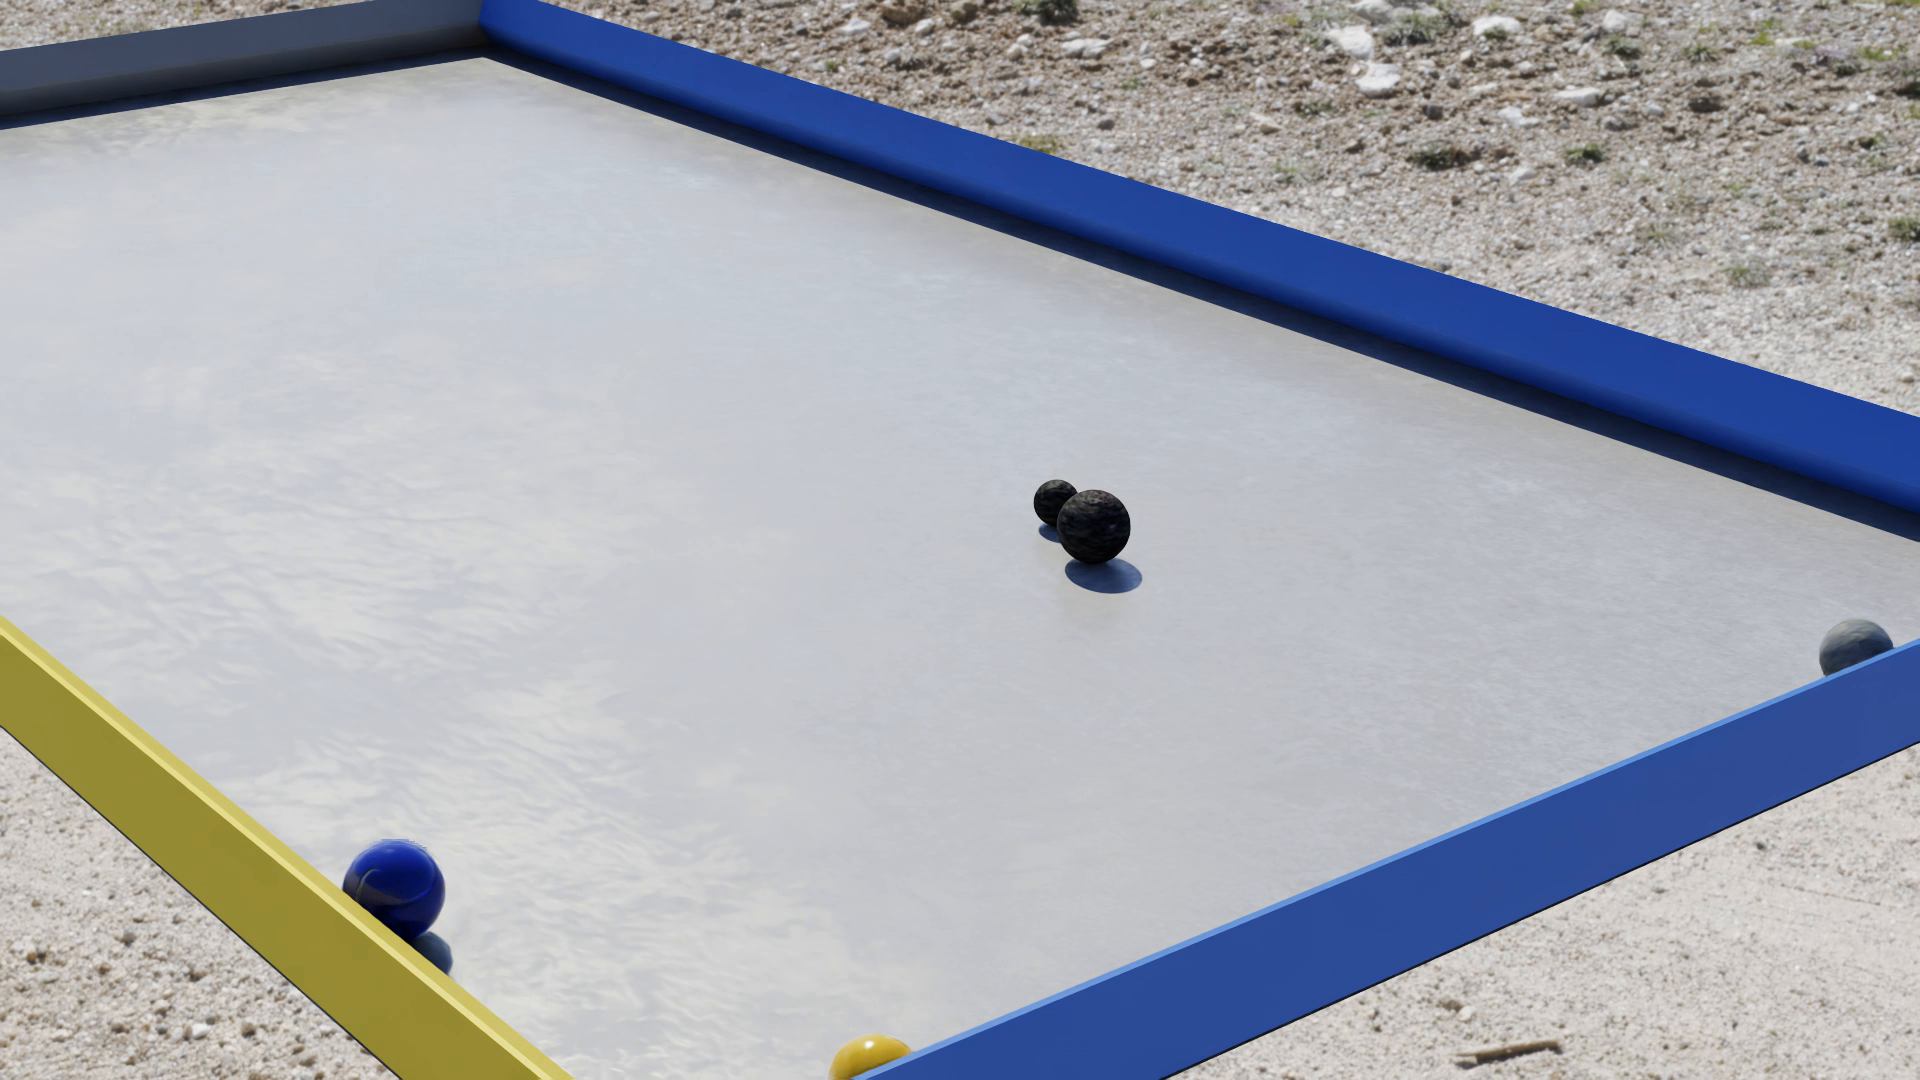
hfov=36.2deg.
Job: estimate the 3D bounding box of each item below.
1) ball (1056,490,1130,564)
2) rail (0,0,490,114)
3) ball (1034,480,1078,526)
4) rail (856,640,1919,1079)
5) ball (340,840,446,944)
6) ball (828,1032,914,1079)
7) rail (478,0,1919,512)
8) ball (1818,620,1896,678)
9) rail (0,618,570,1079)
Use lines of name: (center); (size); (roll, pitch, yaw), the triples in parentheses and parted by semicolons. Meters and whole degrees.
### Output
ball: (0.116, -0.012, 2.561); (0.065, 0.065, 0.065); (0, 22, 0)
rail: (-1.324, -0.634, 4.101); (1.550, 0.088, 0.045); (-16, 27, -35)
ball: (0.087, -0.034, 2.647); (0.042, 0.042, 0.042); (0, 22, 0)
rail: (0.432, 0.187, 2.025); (1.550, 0.088, 0.045); (-16, 27, -35)
ball: (-0.374, 0.232, 1.939); (0.068, 0.068, 0.068); (0, 22, 0)
ball: (-0.050, 0.319, 1.735); (0.057, 0.057, 0.057); (0, 22, 0)
rail: (0.144, -0.394, 3.495); (0.045, 0.088, 2.888); (-16, 27, -35)
ball: (0.705, 0.091, 2.310); (0.058, 0.058, 0.058); (0, 22, 0)
rail: (-1.037, -0.053, 2.631); (0.045, 0.088, 2.888); (-16, 27, -35)
